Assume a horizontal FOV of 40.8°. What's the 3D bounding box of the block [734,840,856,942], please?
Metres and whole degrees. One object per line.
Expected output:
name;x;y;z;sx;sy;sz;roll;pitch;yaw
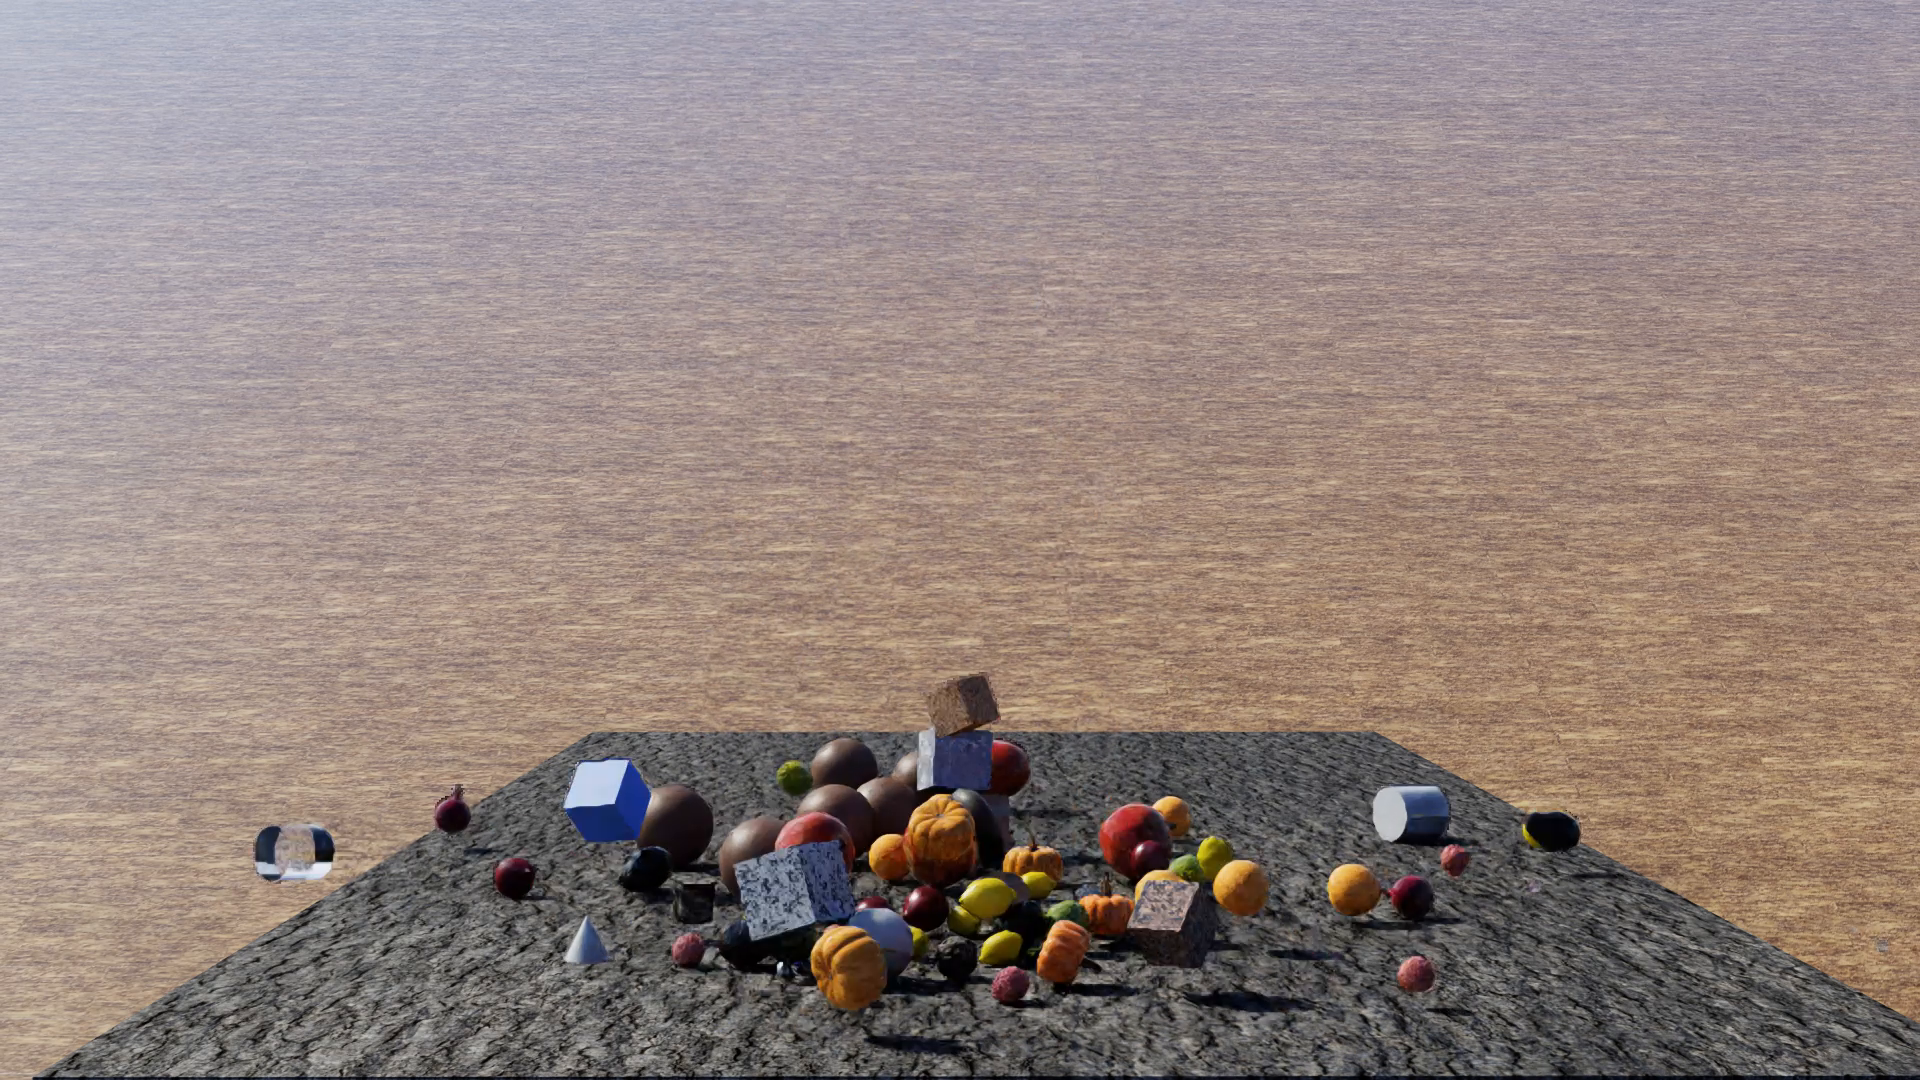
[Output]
block;-0.201;0.428;3.157;0.096;0.096;0.096;-20;-13;27

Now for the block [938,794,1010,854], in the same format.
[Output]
block;0.023;0.469;4.265;0.091;0.091;0.091;0;-7;-20

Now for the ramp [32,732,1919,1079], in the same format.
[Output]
ramp;0.063;0.565;4.605;2.000;0.100;4.000;0;1;0

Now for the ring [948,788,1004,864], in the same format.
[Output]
ring;0.025;0.457;4.134;0.043;0.130;0.130;-26;36;-21

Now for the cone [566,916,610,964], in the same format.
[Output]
cone;-0.473;0.504;3.280;0.057;0.057;0.057;0;1;0

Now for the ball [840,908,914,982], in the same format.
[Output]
ball;-0.100;0.488;3.115;0.090;0.090;0.090;0;28;0

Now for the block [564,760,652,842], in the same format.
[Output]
block;-0.523;0.388;3.839;0.084;0.084;0.084;-6;44;20

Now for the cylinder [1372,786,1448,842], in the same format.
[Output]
cylinder;0.774;0.470;4.441;0.092;0.092;0.092;1;24;-29

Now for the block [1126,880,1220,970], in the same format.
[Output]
block;0.251;0.450;3.029;0.071;0.071;0.071;-1;45;34

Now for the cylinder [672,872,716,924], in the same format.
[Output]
cylinder;-0.352;0.472;3.411;0.054;0.054;0.054;5;11;-1

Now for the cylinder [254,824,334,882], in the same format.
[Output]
cylinder;-1.067;0.501;4.139;0.088;0.088;0.088;22;9;36

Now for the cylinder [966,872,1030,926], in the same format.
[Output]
cylinder;0.050;0.484;3.479;0.069;0.069;0.069;-11;-7;-20

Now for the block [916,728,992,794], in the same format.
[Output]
block;-0.009;0.366;4.270;0.098;0.098;0.098;6;-12;-16

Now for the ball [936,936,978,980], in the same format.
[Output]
ball;-0.004;0.508;3.141;0.052;0.052;0.052;0;28;0

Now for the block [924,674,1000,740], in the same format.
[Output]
block;0.002;0.248;3.843;0.069;0.069;0.069;-27;-12;37
